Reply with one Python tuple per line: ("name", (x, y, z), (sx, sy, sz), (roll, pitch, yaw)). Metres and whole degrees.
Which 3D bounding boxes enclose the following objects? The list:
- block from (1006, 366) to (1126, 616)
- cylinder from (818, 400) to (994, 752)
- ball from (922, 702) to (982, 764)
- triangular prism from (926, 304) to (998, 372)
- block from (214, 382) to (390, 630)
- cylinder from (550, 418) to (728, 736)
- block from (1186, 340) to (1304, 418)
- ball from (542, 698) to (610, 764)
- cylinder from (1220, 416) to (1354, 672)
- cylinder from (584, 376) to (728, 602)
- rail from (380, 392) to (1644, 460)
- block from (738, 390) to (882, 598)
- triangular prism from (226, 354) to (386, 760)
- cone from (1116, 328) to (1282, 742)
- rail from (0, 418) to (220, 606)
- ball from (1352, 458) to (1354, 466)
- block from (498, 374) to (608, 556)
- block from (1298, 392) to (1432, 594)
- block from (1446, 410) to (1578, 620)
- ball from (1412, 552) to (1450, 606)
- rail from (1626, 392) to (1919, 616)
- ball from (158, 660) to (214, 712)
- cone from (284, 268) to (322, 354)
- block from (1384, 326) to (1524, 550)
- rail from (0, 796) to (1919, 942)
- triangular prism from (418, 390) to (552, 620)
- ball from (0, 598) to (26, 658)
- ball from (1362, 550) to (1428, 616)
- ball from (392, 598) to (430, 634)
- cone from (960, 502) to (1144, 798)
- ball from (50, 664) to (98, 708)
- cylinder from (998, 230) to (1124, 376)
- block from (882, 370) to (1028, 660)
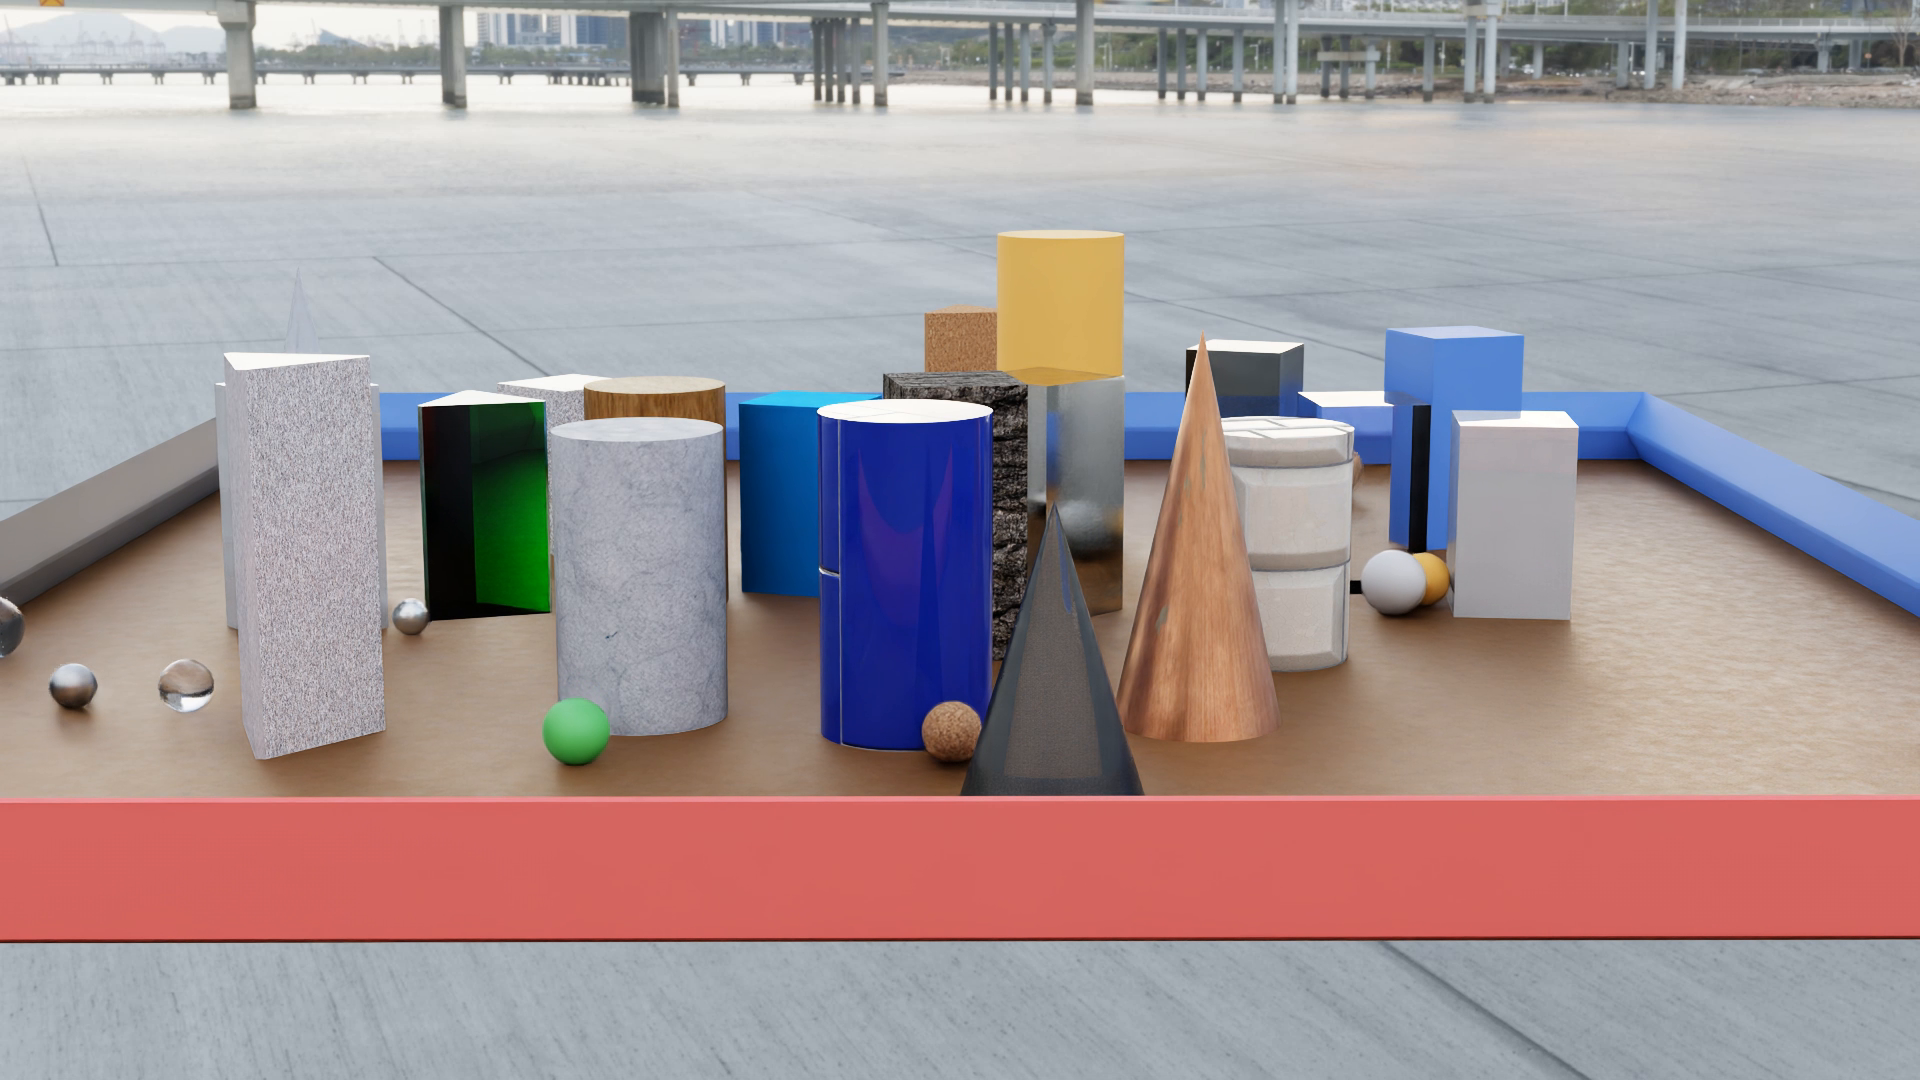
("block", (0.111, -0.062, 3.429), (0.152, 0.317, 0.152), (10, 15, 44))
("cylinder", (-0.059, 0.035, 2.805), (0.190, 0.355, 0.190), (0, 11, 0))
("ball", (-0.008, 0.203, 2.699), (0.065, 0.065, 0.065), (0, 11, 0))
("triangular prism", (0.012, -0.227, 4.304), (0.165, 0.322, 0.143), (-2, 11, -10))
("block", (-0.853, -0.043, 3.326), (0.152, 0.319, 0.152), (-9, 14, -41))
("cylinder", (-0.358, 0.037, 2.875), (0.190, 0.326, 0.190), (0, 11, 0))
("block", (0.454, -0.170, 4.107), (0.152, 0.282, 0.152), (4, 11, 21))
("ball", (-0.404, 0.200, 2.695), (0.070, 0.070, 0.070), (0, 11, 0))
("cylinder", (0.387, 0.002, 3.172), (0.190, 0.286, 0.190), (0, 11, 0))
("cylinder", (-0.412, -0.063, 3.491), (0.190, 0.298, 0.190), (0, 11, 0))
("rail", (-0.008, -0.207, 4.733), (2.556, 0.124, 0.045), (0, 11, 0))
("block", (-0.207, -0.066, 3.598), (0.152, 0.264, 0.152), (4, 11, 19))
("triangular prism", (-0.743, 0.009, 2.785), (0.143, 0.414, 0.165), (9, 14, 39))
("cone", (0.265, -0.015, 2.837), (0.190, 0.441, 0.190), (0, 11, 0))
("rail", (-1.254, 0.033, 3.442), (0.045, 0.124, 2.660), (0, 11, 0))
("ball", (0.630, -0.134, 4.422), (0.095, 0.095, 0.095), (0, 11, 0))
("block", (-0.591, -0.115, 3.901), (0.152, 0.250, 0.152), (9, 14, 39))
("block", (0.564, -0.068, 3.612), (0.152, 0.263, 0.152), (-1, 11, -5))
("block", (0.741, -0.036, 3.455), (0.152, 0.257, 0.152), (1, 11, 6))
("ball", (0.629, 0.053, 3.483), (0.072, 0.072, 0.072), (0, 11, 0))
("rail", (1.254, 0.030, 3.456), (0.045, 0.124, 2.660), (0, 11, 0))
("ball", (-0.877, 0.165, 2.909), (0.061, 0.061, 0.061), (0, 11, 0))
("cone", (-0.910, -0.157, 3.570), (0.190, 0.452, 0.190), (0, 11, 0))
("block", (0.755, -0.160, 3.946), (0.152, 0.321, 0.152), (-4, 11, -19))
("rail", (0.008, 0.271, 2.165), (2.556, 0.124, 0.045), (0, 11, 0))
("triangular prism", (-0.648, -0.051, 3.456), (0.165, 0.286, 0.143), (-3, 11, -18))
("ball", (-1.196, 0.108, 3.169), (0.078, 0.078, 0.078), (0, 11, 0))
("ball", (0.579, 0.057, 3.421), (0.087, 0.087, 0.087), (0, 11, 0))
("ball", (-0.708, 0.098, 3.308), (0.047, 0.047, 0.047), (0, 11, 0))
("cone", (0.092, 0.112, 2.516), (0.190, 0.309, 0.190), (0, 11, 0))
("ball", (-1.012, 0.167, 2.928), (0.051, 0.051, 0.051), (0, 11, 0))
("cylinder", (0.151, -0.225, 3.883), (0.190, 0.473, 0.190), (0, 11, 0))
("block", (-0.007, -0.031, 3.198), (0.152, 0.341, 0.152), (-2, 11, -11))
